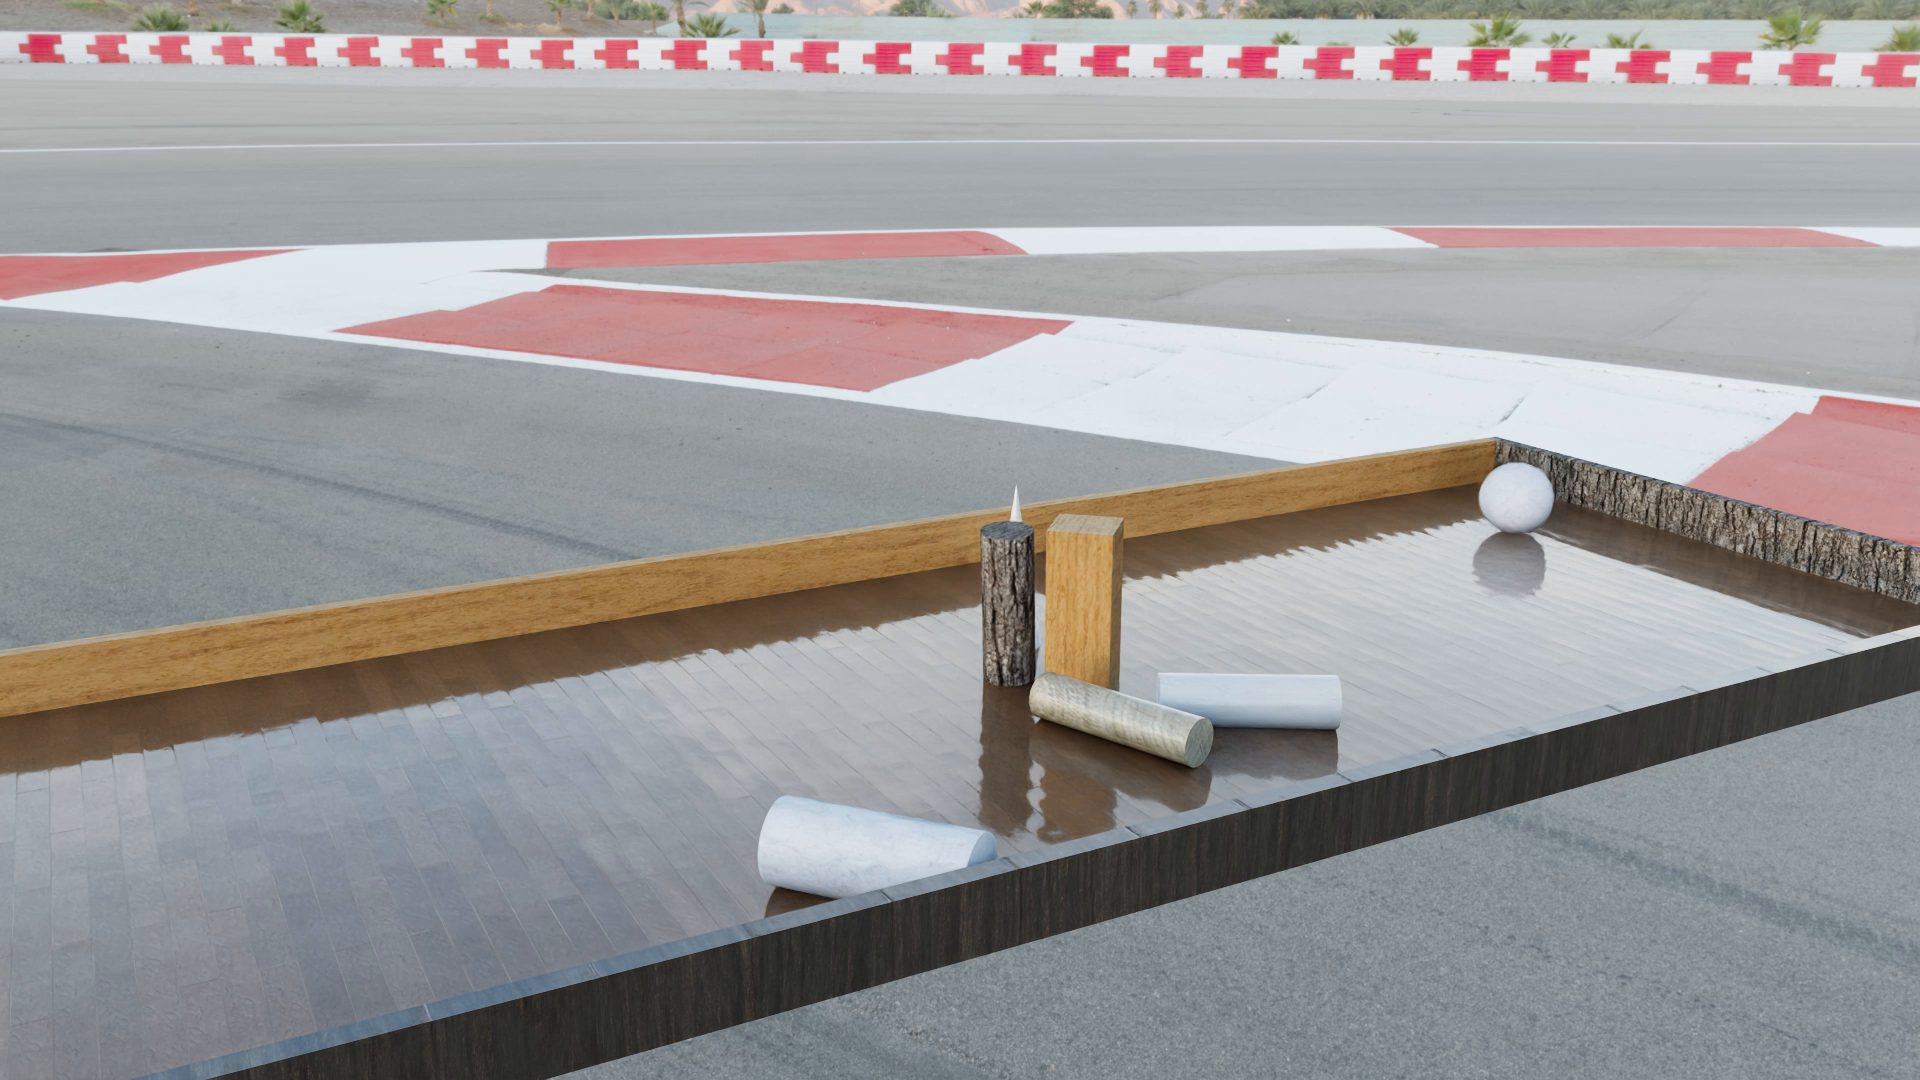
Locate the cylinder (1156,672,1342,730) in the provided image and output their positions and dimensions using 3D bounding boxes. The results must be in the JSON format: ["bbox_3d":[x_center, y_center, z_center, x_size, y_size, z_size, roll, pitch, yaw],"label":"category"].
[{"bbox_3d":[0.671,0.376,3.852,0.415,0.126,0.126,1,16,2],"label":"cylinder"}]

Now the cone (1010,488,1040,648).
[{"bbox_3d":[0.147,0.065,4.351,0.139,0.442,0.139,0,16,0],"label":"cone"}]

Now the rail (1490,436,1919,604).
[{"bbox_3d":[2.466,-0.048,5.253,0.050,0.150,2.100,-9,18,-27],"label":"rail"}]

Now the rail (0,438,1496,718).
[{"bbox_3d":[-3.305,0.497,3.399,12.000,0.150,0.050,-9,18,-27],"label":"rail"}]

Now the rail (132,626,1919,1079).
[{"bbox_3d":[-2.336,1.006,1.665,12.000,0.150,0.050,-9,18,-27],"label":"rail"}]

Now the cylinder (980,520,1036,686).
[{"bbox_3d":[0.120,0.159,4.101,0.132,0.392,0.132,-1,21,1],"label":"cylinder"}]

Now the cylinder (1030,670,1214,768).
[{"bbox_3d":[0.363,0.406,3.772,0.437,0.113,0.113,14,21,39],"label":"cylinder"}]

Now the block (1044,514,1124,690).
[{"bbox_3d":[0.307,0.160,4.077,0.161,0.413,0.161,4,17,14],"label":"block"}]

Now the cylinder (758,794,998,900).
[{"bbox_3d":[-0.152,0.589,3.046,0.408,0.172,0.172,7,18,22],"label":"cylinder"}]

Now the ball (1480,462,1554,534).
[{"bbox_3d":[1.826,-0.139,5.412,0.234,0.234,0.234,0,16,0],"label":"ball"}]
